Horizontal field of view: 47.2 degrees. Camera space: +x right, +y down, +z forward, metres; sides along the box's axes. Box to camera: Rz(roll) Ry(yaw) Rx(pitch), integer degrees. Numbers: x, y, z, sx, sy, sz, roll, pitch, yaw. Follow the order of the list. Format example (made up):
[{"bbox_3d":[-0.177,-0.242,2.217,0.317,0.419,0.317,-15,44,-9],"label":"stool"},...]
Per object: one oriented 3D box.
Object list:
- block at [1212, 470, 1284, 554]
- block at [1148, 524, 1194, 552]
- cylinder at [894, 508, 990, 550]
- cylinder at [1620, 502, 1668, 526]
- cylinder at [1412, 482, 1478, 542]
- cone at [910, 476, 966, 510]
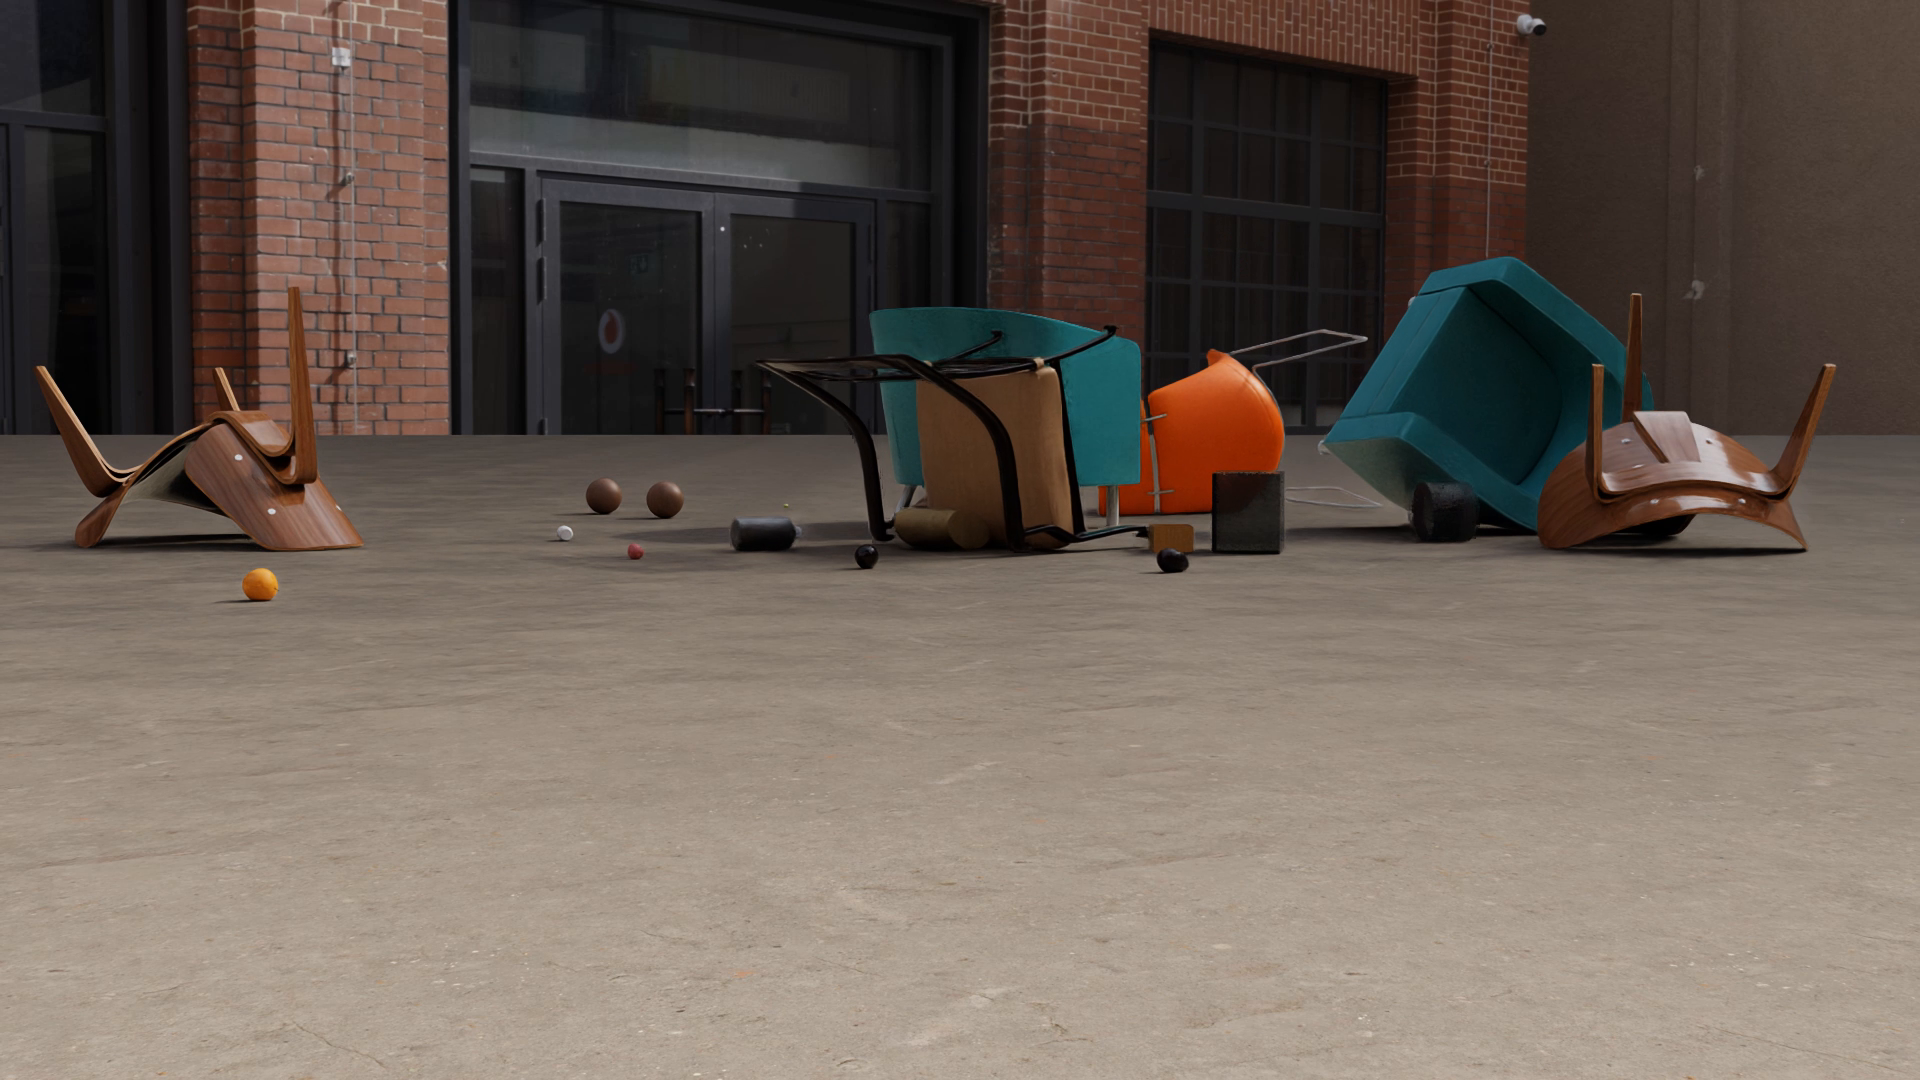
[{"bbox_3d":[0.798,-0.078,6.082,0.183,0.219,0.197,1,4,12],"label":"block"},{"bbox_3d":[0.585,-0.005,6.102,0.109,0.071,0.129,0,4,-1],"label":"block"},{"bbox_3d":[-0.051,-0.032,6.180,0.193,0.107,0.194,3,-9,38],"label":"cylinder"},{"bbox_3d":[2.251,-0.085,7.238,0.149,0.075,0.126,0,4,3],"label":"cylinder"},{"bbox_3d":[1.433,-0.084,6.502,0.131,0.170,0.194,-1,31,-7],"label":"cylinder"},{"bbox_3d":[-0.110,-0.150,8.280,0.224,0.119,0.176,-18,9,44],"label":"cone"}]
